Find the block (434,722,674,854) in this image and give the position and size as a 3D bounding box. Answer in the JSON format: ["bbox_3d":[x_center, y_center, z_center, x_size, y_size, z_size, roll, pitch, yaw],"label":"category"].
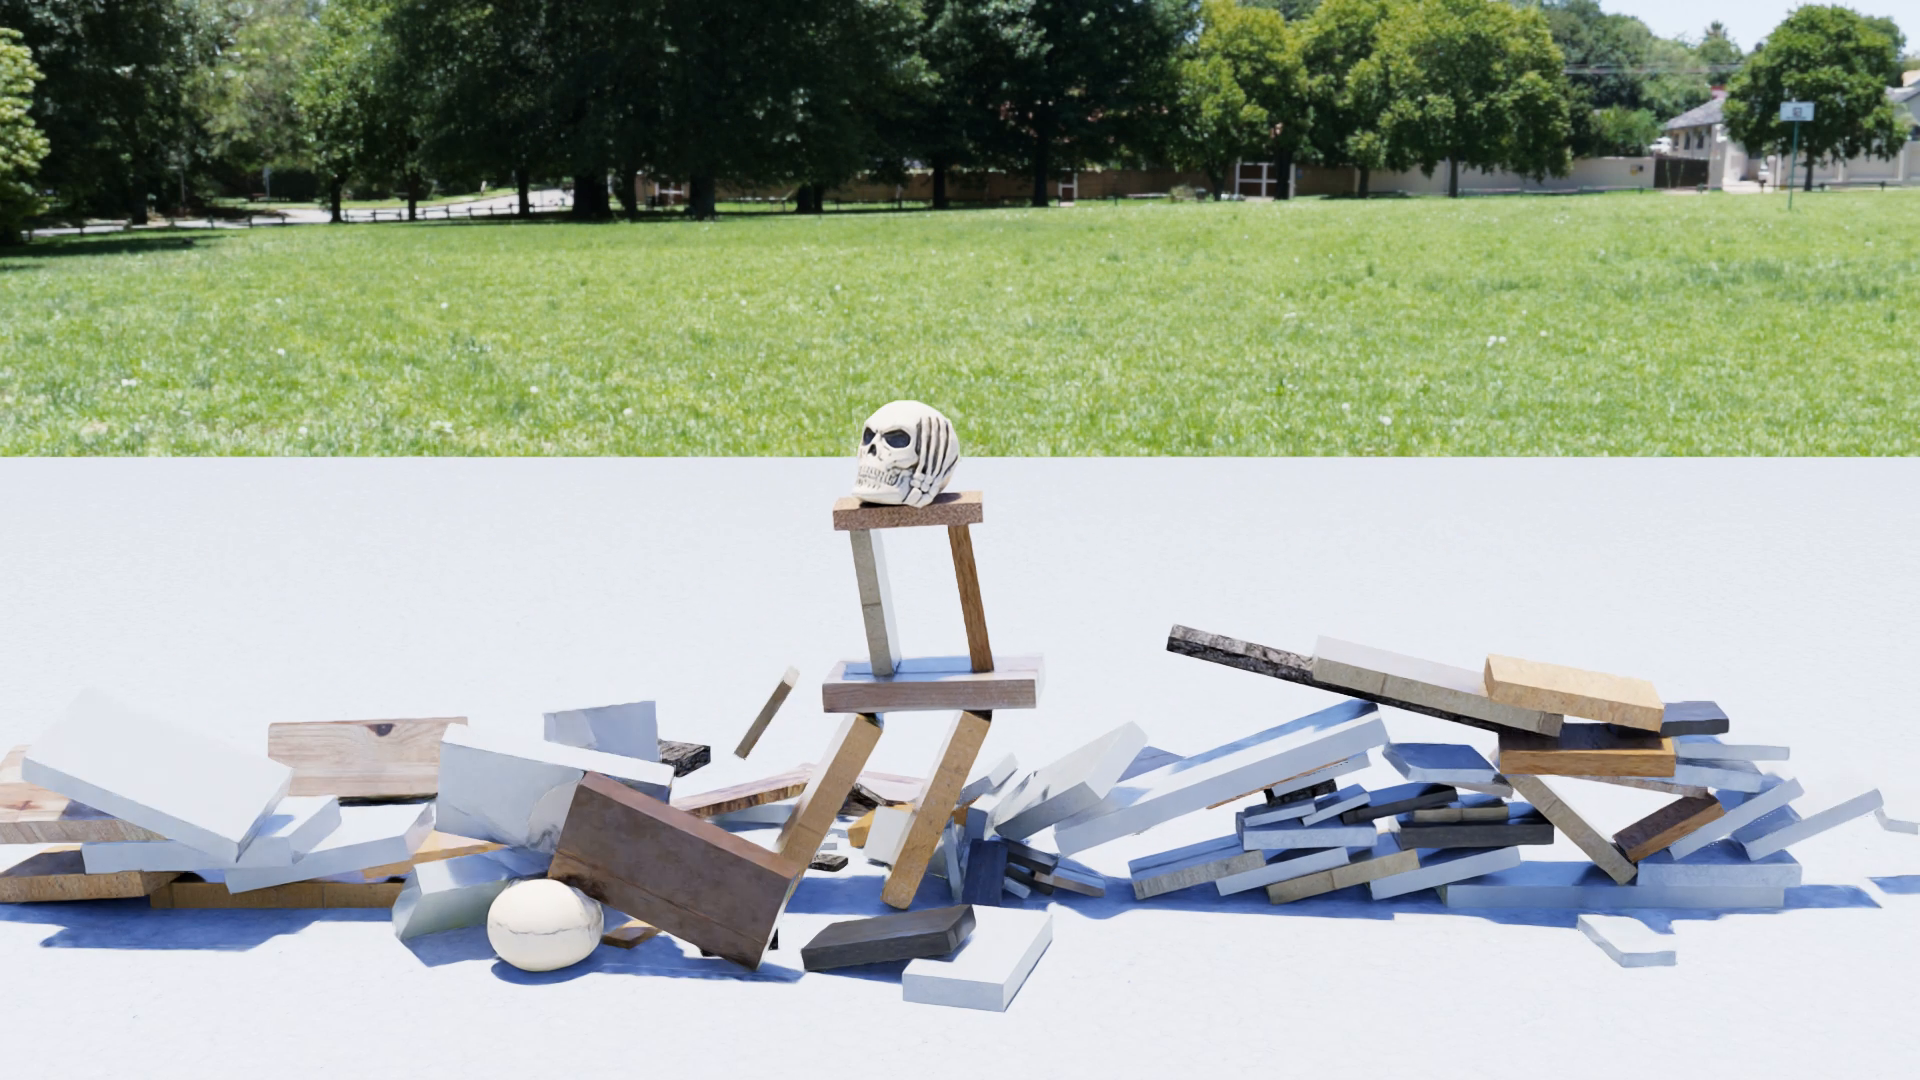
[{"bbox_3d":[-0.628,0.400,3.399,0.351,0.176,0.050,11,31,-1],"label":"block"}]

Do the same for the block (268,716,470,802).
[{"bbox_3d":[-1.124,0.419,4.185,0.368,0.148,0.042,-1,-20,-7],"label":"block"}]

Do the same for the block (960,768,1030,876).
[{"bbox_3d":[0.060,0.493,3.844,0.035,0.122,0.245,15,15,16],"label":"block"}]

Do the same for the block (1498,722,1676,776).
[{"bbox_3d":[1.004,0.336,3.538,0.266,0.038,0.133,0,16,12],"label":"block"}]

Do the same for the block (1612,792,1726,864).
[{"bbox_3d":[1.167,0.470,3.626,0.170,0.024,0.085,-30,9,6],"label":"block"}]

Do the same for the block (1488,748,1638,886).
[{"bbox_3d":[0.995,0.451,3.636,0.267,0.038,0.134,42,9,-7],"label":"block"}]

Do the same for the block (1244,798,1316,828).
[{"bbox_3d":[0.528,0.446,3.630,0.117,0.017,0.059,-14,9,11],"label":"block"}]

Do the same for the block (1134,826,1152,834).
[{"bbox_3d":[0.329,0.513,4.040,0.058,0.016,0.116,6,12,30],"label":"block"}]

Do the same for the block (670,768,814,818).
[{"bbox_3d":[-0.461,0.481,3.998,0.439,0.022,0.078,-11,12,-25],"label":"block"}]

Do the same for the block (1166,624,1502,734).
[{"bbox_3d":[0.617,0.227,3.632,0.555,0.026,0.091,14,13,8],"label":"block"}]

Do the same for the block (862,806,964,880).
[{"bbox_3d":[-0.079,0.521,3.790,0.182,0.091,0.026,8,-15,37],"label":"block"}]

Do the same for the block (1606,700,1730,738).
[{"bbox_3d":[1.140,0.289,3.551,0.176,0.025,0.088,-3,15,4],"label":"block"}]

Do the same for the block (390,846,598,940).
[{"bbox_3d":[-0.708,0.545,3.495,0.351,0.050,0.175,-6,-29,-31],"label":"block"}]

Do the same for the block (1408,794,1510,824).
[{"bbox_3d":[0.823,0.444,3.648,0.156,0.022,0.078,-2,11,-1],"label":"block"}]

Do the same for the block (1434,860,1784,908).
[{"bbox_3d":[1.072,0.572,3.664,0.551,0.038,0.134,0,11,0],"label":"block"}]

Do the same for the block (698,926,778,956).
[{"bbox_3d":[-0.376,0.591,3.512,0.121,0.034,0.241,-3,16,-17],"label":"block"}]

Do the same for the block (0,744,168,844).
[{"bbox_3d":[-1.418,0.409,3.578,0.359,0.051,0.180,-3,38,14],"label":"block"}]

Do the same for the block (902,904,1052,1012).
[{"bbox_3d":[0.031,0.630,3.336,0.153,0.043,0.305,3,11,16],"label":"block"}]

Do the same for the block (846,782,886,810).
[{"bbox_3d":[-0.186,0.463,4.017,0.098,0.014,0.049,33,-31,-9],"label":"block"}]

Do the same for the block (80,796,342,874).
[{"bbox_3d":[-1.217,0.479,3.585,0.359,0.051,0.180,-4,14,10],"label":"block"}]

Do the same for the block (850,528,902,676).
[{"bbox_3d":[-0.138,0.091,3.614,0.034,0.241,0.121,-8,10,6],"label":"block"}]

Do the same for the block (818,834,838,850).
[{"bbox_3d":[-0.268,0.538,3.912,0.098,0.014,0.049,-1,11,-3],"label":"block"}]

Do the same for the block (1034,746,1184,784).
[{"bbox_3d":[0.305,0.459,4.260,0.295,0.042,0.148,-8,13,-36],"label":"block"}]

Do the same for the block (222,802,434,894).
[{"bbox_3d":[-1.031,0.504,3.604,0.304,0.043,0.152,-11,12,5],"label":"block"}]

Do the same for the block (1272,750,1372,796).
[{"bbox_3d":[0.597,0.377,3.644,0.166,0.023,0.083,-20,8,11],"label":"block"}]

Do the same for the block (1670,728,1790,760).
[{"bbox_3d":[1.248,0.331,3.582,0.176,0.025,0.088,2,13,1],"label":"block"}]

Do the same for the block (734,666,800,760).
[{"bbox_3d":[-0.321,0.288,3.666,0.022,0.156,0.078,33,17,-4],"label":"block"}]

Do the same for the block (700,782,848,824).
[{"bbox_3d":[-0.344,0.487,4.069,0.245,0.035,0.122,-1,10,23],"label":"block"}]

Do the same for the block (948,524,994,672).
[{"bbox_3d":[0.016,0.084,3.606,0.034,0.241,0.121,-10,10,0],"label":"block"}]

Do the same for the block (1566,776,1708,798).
[{"bbox_3d":[1.073,0.378,3.623,0.298,0.024,0.085,9,14,-6],"label":"block"}]

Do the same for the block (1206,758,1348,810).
[{"bbox_3d":[0.518,0.383,3.641,0.245,0.023,0.083,-21,9,8],"label":"block"}]

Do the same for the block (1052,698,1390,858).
[{"bbox_3d":[0.427,0.386,3.627,0.564,0.043,0.153,-21,9,10],"label":"block"}]

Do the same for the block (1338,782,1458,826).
[{"bbox_3d":[0.721,0.431,3.641,0.191,0.022,0.078,-12,11,1],"label":"block"}]

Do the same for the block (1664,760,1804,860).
[{"bbox_3d":[1.266,0.443,3.639,0.232,0.033,0.116,-30,8,9],"label":"block"}]

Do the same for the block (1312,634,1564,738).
[{"bbox_3d":[0.776,0.236,3.589,0.399,0.038,0.133,13,15,6],"label":"block"}]

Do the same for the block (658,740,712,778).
[{"bbox_3d":[-0.637,0.432,4.424,0.241,0.034,0.121,5,11,23],"label":"block"}]

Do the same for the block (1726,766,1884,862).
[{"bbox_3d":[1.393,0.454,3.643,0.232,0.033,0.116,-24,11,4],"label":"block"}]

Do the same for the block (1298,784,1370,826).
[{"bbox_3d":[0.614,0.437,3.633,0.117,0.017,0.059,-21,10,-2],"label":"block"}]

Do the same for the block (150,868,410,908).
[{"bbox_3d":[-1.046,0.568,3.671,0.558,0.043,0.152,0,11,0],"label":"block"}]
